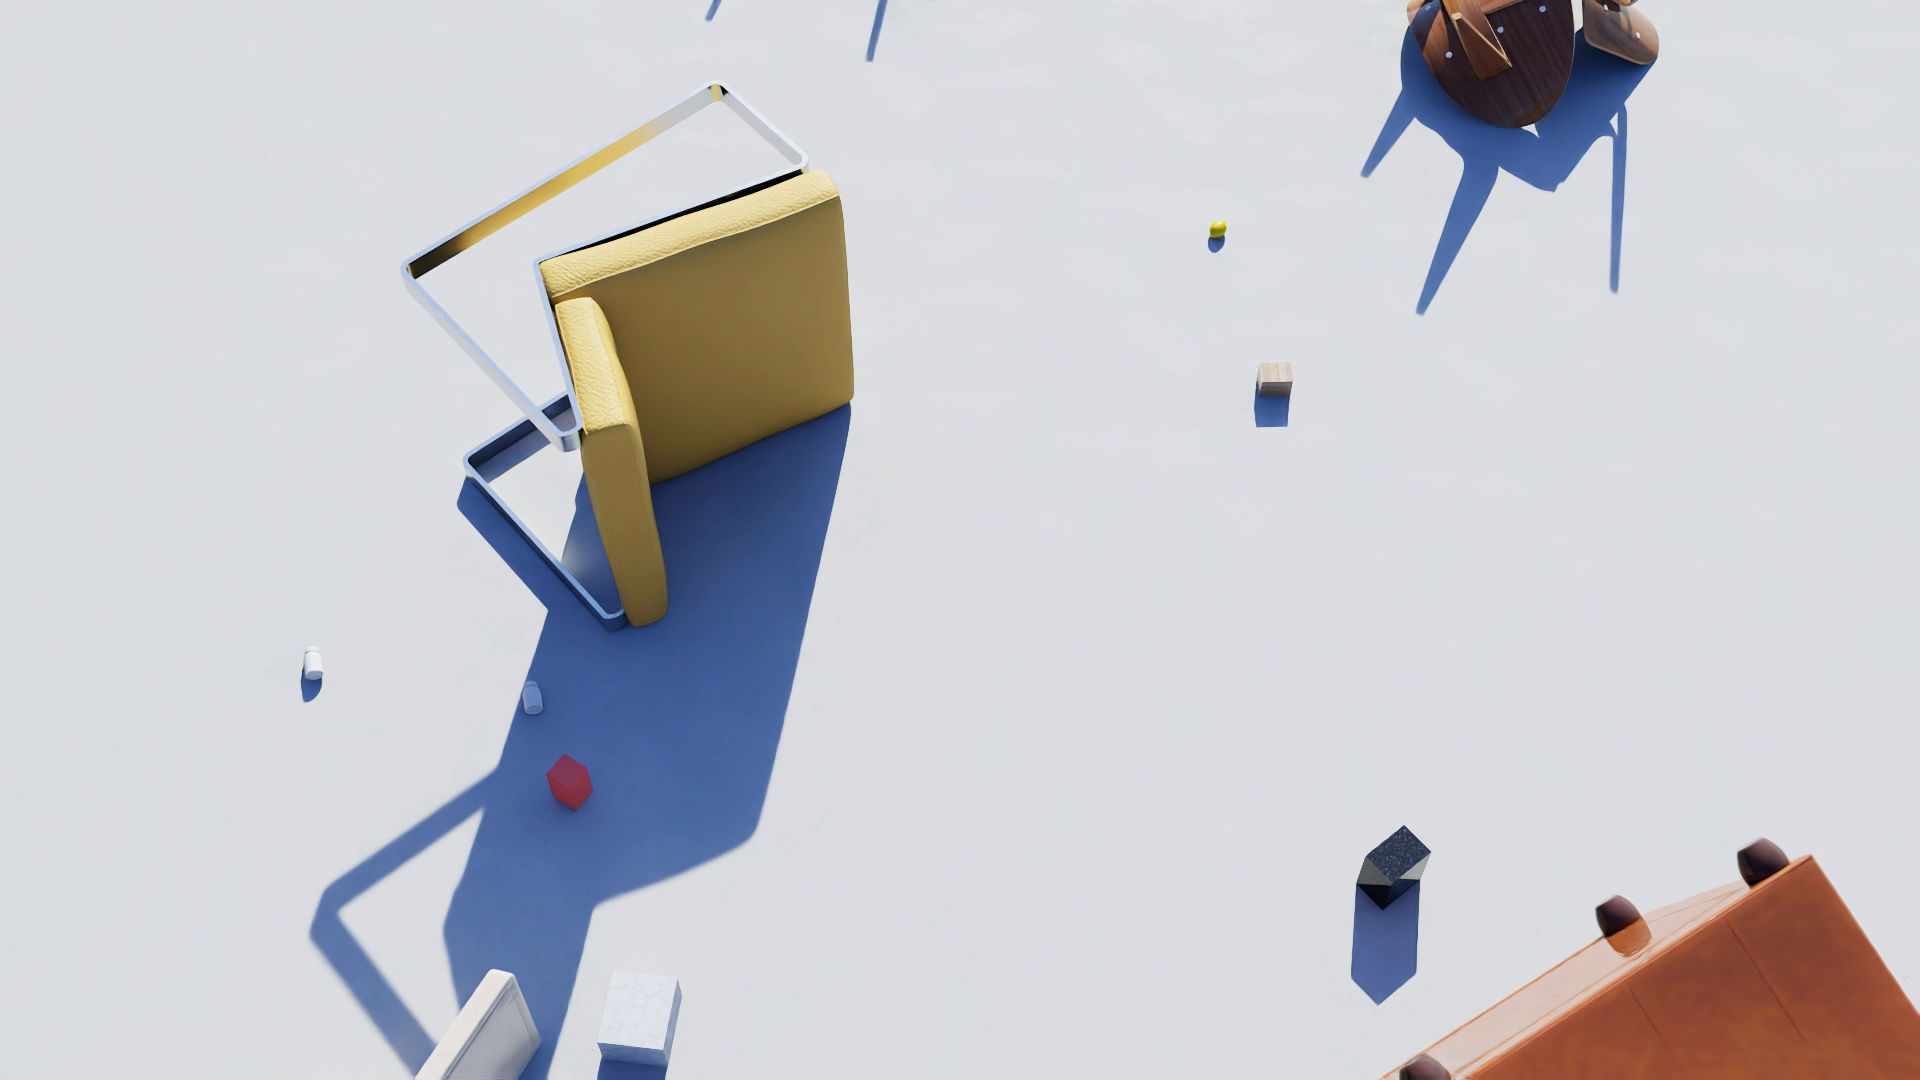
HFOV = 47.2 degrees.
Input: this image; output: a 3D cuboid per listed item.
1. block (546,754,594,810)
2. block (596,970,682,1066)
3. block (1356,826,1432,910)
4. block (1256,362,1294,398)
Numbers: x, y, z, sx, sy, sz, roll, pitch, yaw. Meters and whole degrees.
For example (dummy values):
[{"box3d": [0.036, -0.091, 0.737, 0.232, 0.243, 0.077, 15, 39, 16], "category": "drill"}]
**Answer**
[{"box3d": [-1.072, 0.666, 6.046, 0.079, 0.134, 0.077, 29, 61, 18], "category": "block"}, {"box3d": [-0.825, 1.235, 5.673, 0.170, 0.121, 0.195, 6, 56, 4], "category": "block"}, {"box3d": [1.159, 0.877, 5.882, 0.144, 0.172, 0.102, -34, 62, -20], "category": "block"}, {"box3d": [0.983, -0.500, 6.864, 0.097, 0.076, 0.074, -2, 56, -1], "category": "block"}]
